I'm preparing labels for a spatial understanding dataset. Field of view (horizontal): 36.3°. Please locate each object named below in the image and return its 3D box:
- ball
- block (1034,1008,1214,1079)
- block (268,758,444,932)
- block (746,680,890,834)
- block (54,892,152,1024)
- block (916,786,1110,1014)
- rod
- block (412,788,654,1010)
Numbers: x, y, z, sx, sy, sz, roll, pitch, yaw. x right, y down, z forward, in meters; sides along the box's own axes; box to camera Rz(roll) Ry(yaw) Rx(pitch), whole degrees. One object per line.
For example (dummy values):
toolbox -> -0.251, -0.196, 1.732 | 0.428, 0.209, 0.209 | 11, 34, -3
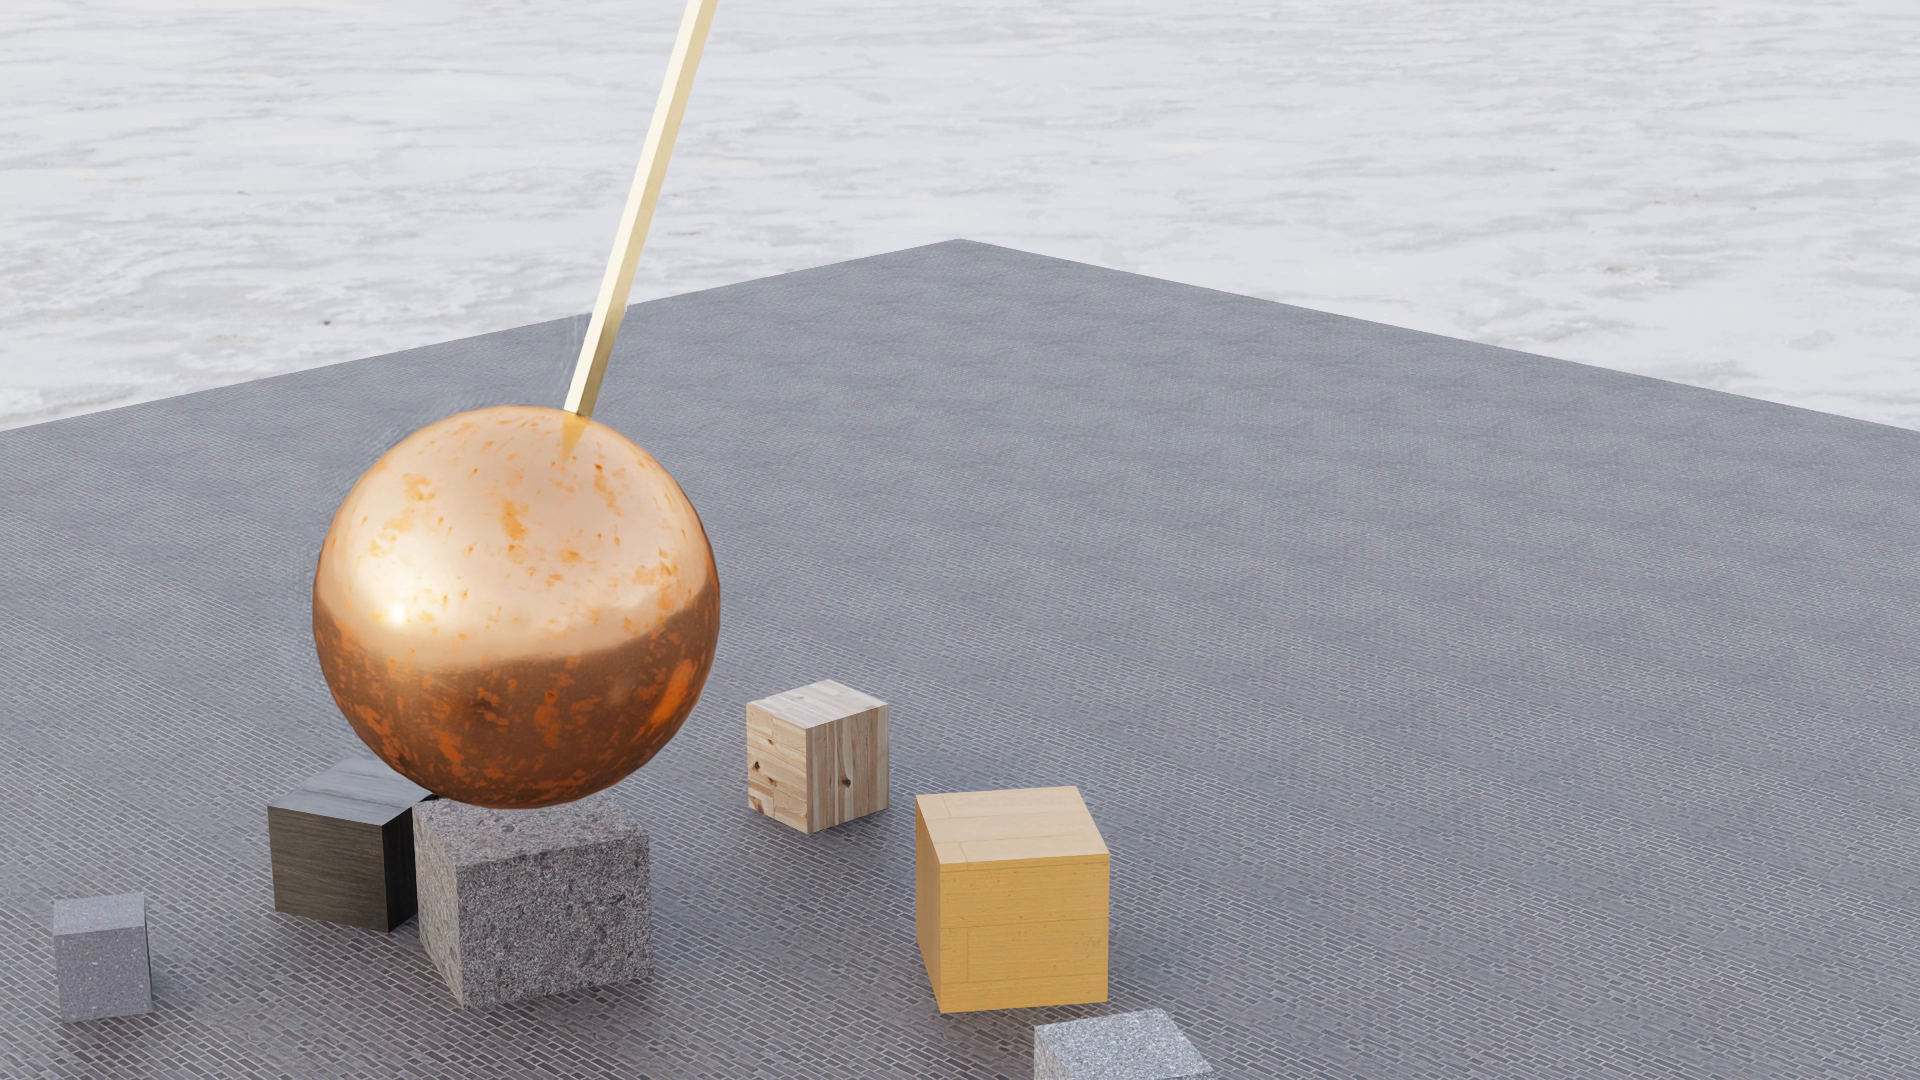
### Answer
ball -> -1.746, 0.265, 11.595 | 1.600, 1.600, 1.600 | 0, 17, 0
block -> 0.597, 2.103, 10.805 | 0.504, 0.510, 0.527 | -5, 18, -17
block -> -2.660, 1.361, 13.166 | 0.593, 0.508, 0.625 | 7, 19, 22
block -> -0.684, 1.039, 14.145 | 0.509, 0.535, 0.458 | -15, 23, -39
block -> -3.560, 1.731, 12.183 | 0.360, 0.392, 0.350 | -5, 18, -15
block -> 0.211, 1.511, 12.419 | 0.702, 0.670, 0.739 | -3, 18, -8
rod -> -0.757, -2.988, 11.610 | 0.080, 5.200, 0.080 | 17, 0, 42
block -> -1.828, 1.490, 12.525 | 0.824, 0.647, 0.735 | -8, 19, -23
